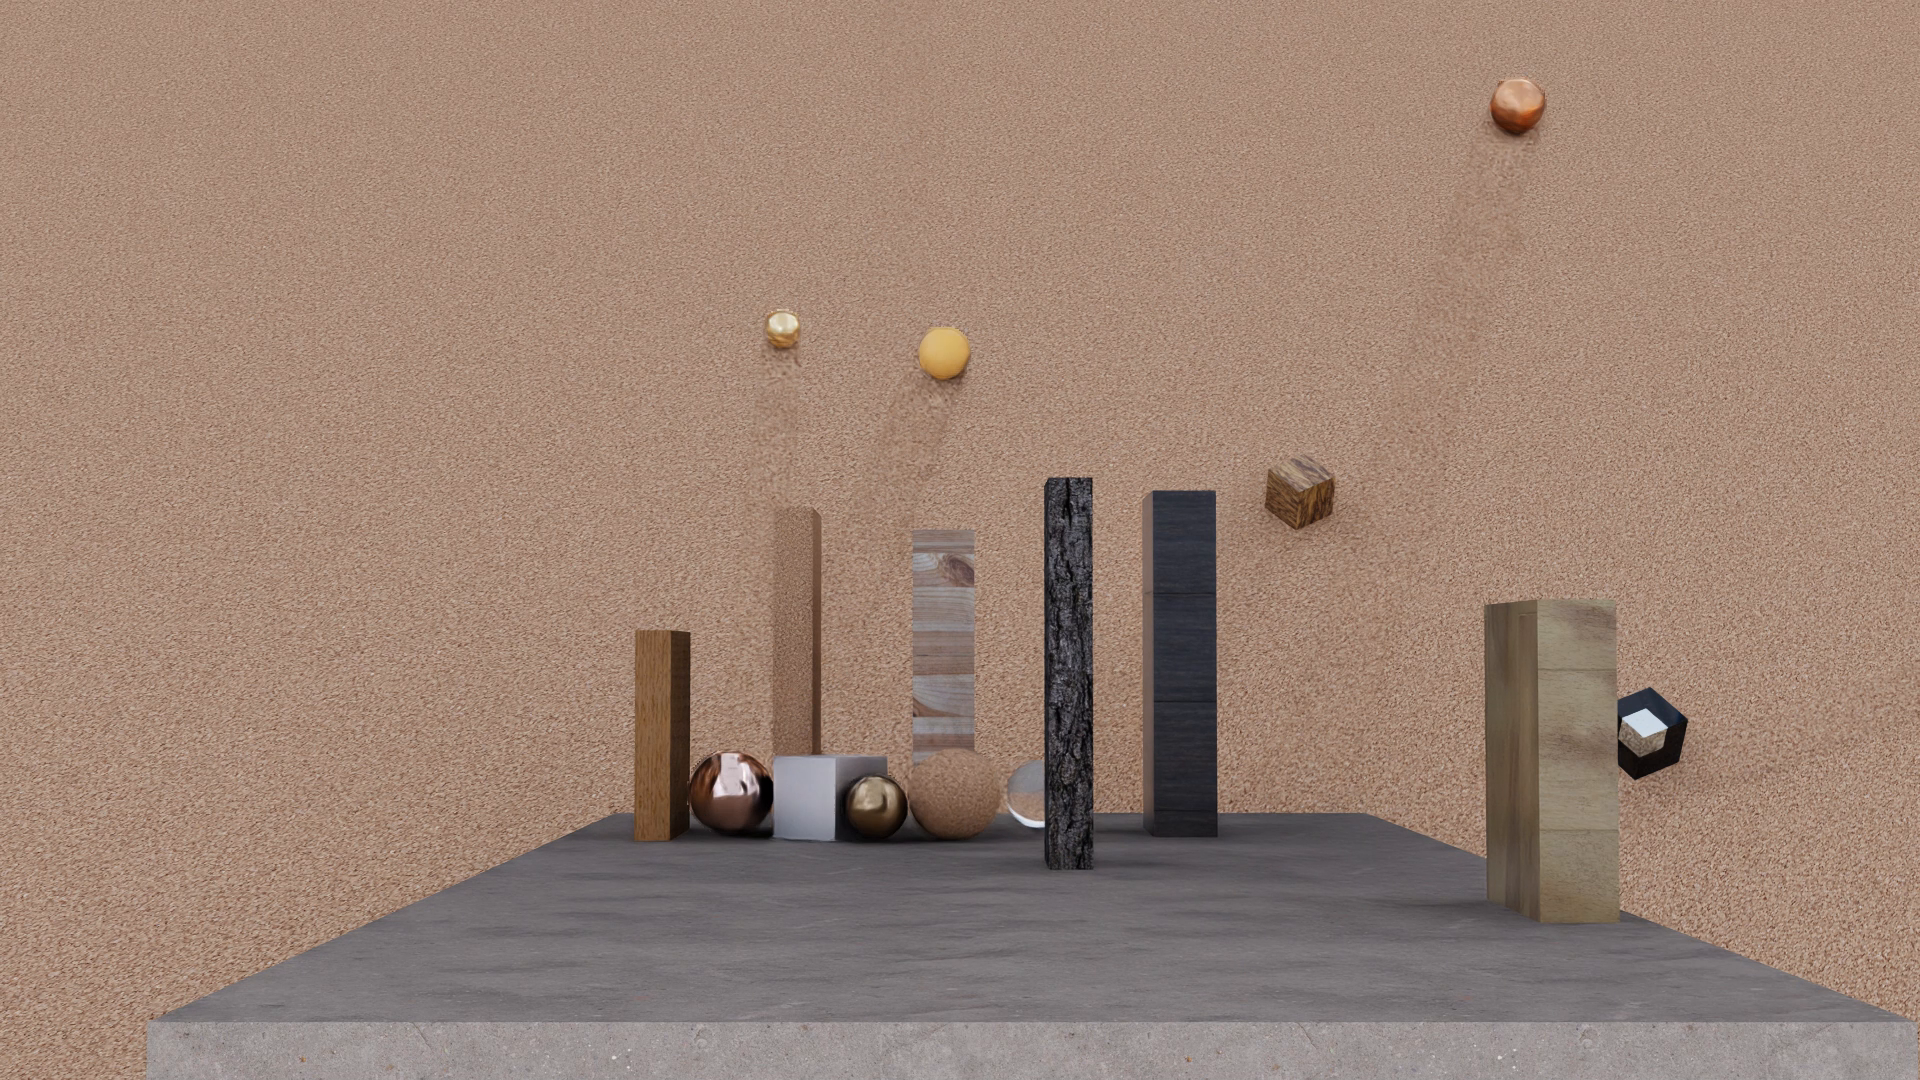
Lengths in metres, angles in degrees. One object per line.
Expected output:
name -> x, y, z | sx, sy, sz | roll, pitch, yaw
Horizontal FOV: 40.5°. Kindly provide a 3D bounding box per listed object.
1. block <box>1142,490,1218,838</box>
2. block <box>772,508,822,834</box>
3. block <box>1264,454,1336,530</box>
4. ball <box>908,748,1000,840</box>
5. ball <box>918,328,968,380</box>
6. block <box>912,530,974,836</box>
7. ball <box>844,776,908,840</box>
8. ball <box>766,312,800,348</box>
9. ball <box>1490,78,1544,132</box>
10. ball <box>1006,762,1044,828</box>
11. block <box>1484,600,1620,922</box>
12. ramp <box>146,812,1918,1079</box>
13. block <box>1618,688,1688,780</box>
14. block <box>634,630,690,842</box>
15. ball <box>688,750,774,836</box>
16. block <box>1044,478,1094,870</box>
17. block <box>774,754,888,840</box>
block -> 0.520, 0.293, 6.183 | 0.146, 0.800, 0.354 | 0, -3, 0
block -> -0.392, 0.315, 6.295 | 0.093, 0.766, 0.387 | 0, -3, 0
block -> 1.059, -0.150, 8.098 | 0.148, 0.148, 0.148 | -23, 43, -27
ball -> -0.015, 0.576, 5.897 | 0.208, 0.208, 0.208 | 0, 37, 0
ball -> -0.055, -0.623, 8.705 | 0.170, 0.170, 0.170 | 0, 37, 0
block -> -0.038, 0.338, 6.197 | 0.143, 0.710, 0.368 | 0, -3, 0
ball -> -0.189, 0.603, 5.870 | 0.145, 0.145, 0.145 | 0, 37, 0
ball -> -0.603, -0.717, 8.869 | 0.120, 0.120, 0.120 | 0, 37, 0
ball -> 2.157, -1.682, 10.070 | 0.208, 0.208, 0.208 | 0, 37, 0
ball -> 0.193, 0.619, 6.304 | 0.160, 0.160, 0.160 | 0, 37, 0
block -> 0.964, 0.354, 4.264 | 0.123, 0.503, 0.414 | 0, -3, 0
ramp -> 0.082, 0.686, 4.935 | 2.000, 0.100, 4.000 | 0, -3, 0
block -> 1.886, 0.534, 7.188 | 0.156, 0.156, 0.156 | -18, 41, -22
block -> -0.694, 0.451, 6.091 | 0.080, 0.475, 0.432 | 0, -3, 0
ball -> -0.532, 0.589, 6.053 | 0.197, 0.197, 0.197 | 0, 37, 0
block -> 0.217, 0.266, 5.217 | 0.086, 0.766, 0.265 | 0, -3, 0
block -> -0.298, 0.592, 5.999 | 0.186, 0.186, 0.186 | -2, -3, 38
